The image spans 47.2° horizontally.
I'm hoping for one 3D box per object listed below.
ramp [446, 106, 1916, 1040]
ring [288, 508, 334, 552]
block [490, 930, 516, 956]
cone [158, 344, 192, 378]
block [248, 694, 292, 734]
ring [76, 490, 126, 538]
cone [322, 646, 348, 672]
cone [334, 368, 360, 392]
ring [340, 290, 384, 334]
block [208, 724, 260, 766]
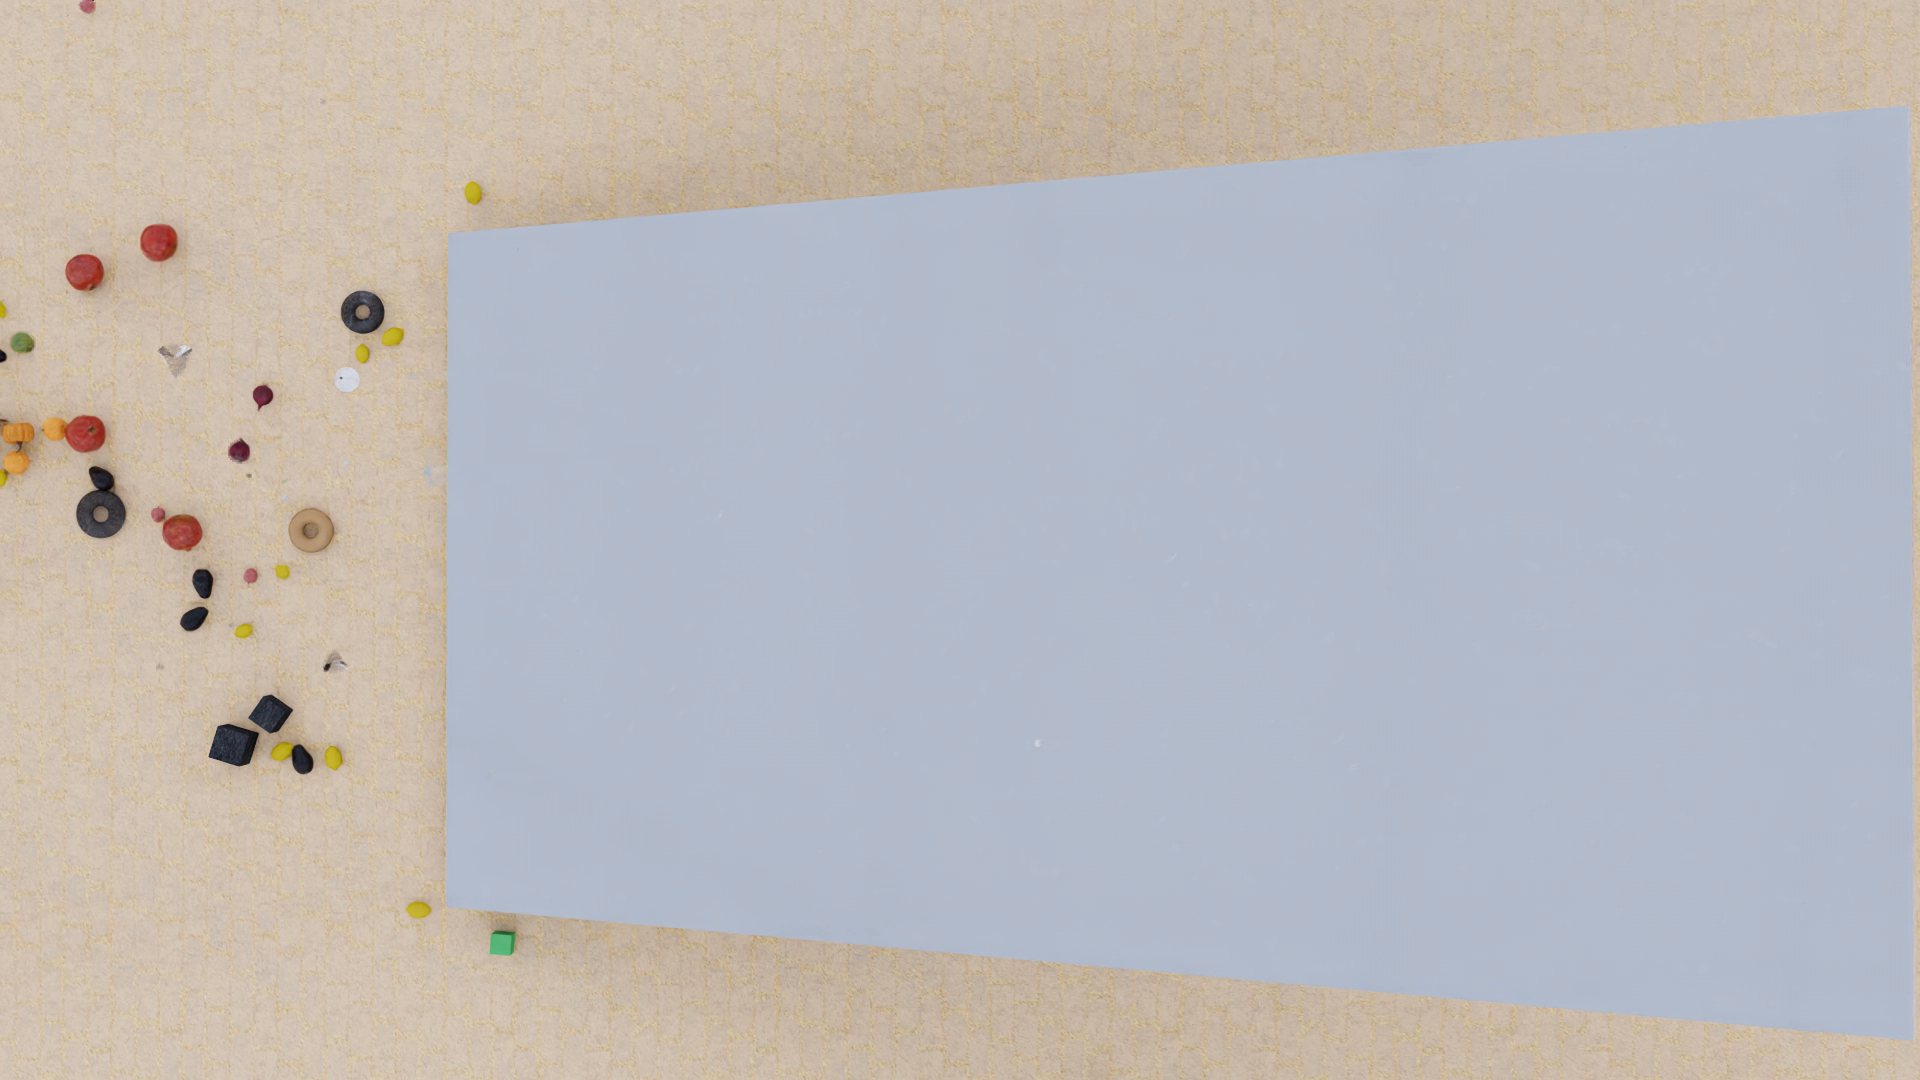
[{"bbox_3d":[0.278,0.079,5.661,4.000,0.100,2.000,0,89,27],"label":"ramp"},{"bbox_3d":[-1.948,-0.028,6.600,0.134,0.045,0.134,0,89,-1],"label":"ring"},{"bbox_3d":[-1.368,1.206,6.578,0.061,0.061,0.061,4,89,0],"label":"block"},{"bbox_3d":[-2.357,-0.525,6.605,0.095,0.095,0.095,9,116,0],"label":"cone"},{"bbox_3d":[-2.061,0.520,6.575,0.080,0.080,0.080,35,89,0],"label":"block"},{"bbox_3d":[-2.578,-0.078,6.598,0.147,0.049,0.147,0,91,0],"label":"ring"},{"bbox_3d":[-1.879,0.350,6.601,0.072,0.072,0.072,-14,63,0],"label":"cone"},{"bbox_3d":[-1.848,-0.484,6.588,0.076,0.076,0.076,0,89,0],"label":"cone"},{"bbox_3d":[-1.795,-0.684,6.607,0.131,0.044,0.131,0,90,-1],"label":"ring"},{"bbox_3d":[-2.169,0.612,6.566,0.097,0.097,0.097,17,89,0],"label":"block"}]
